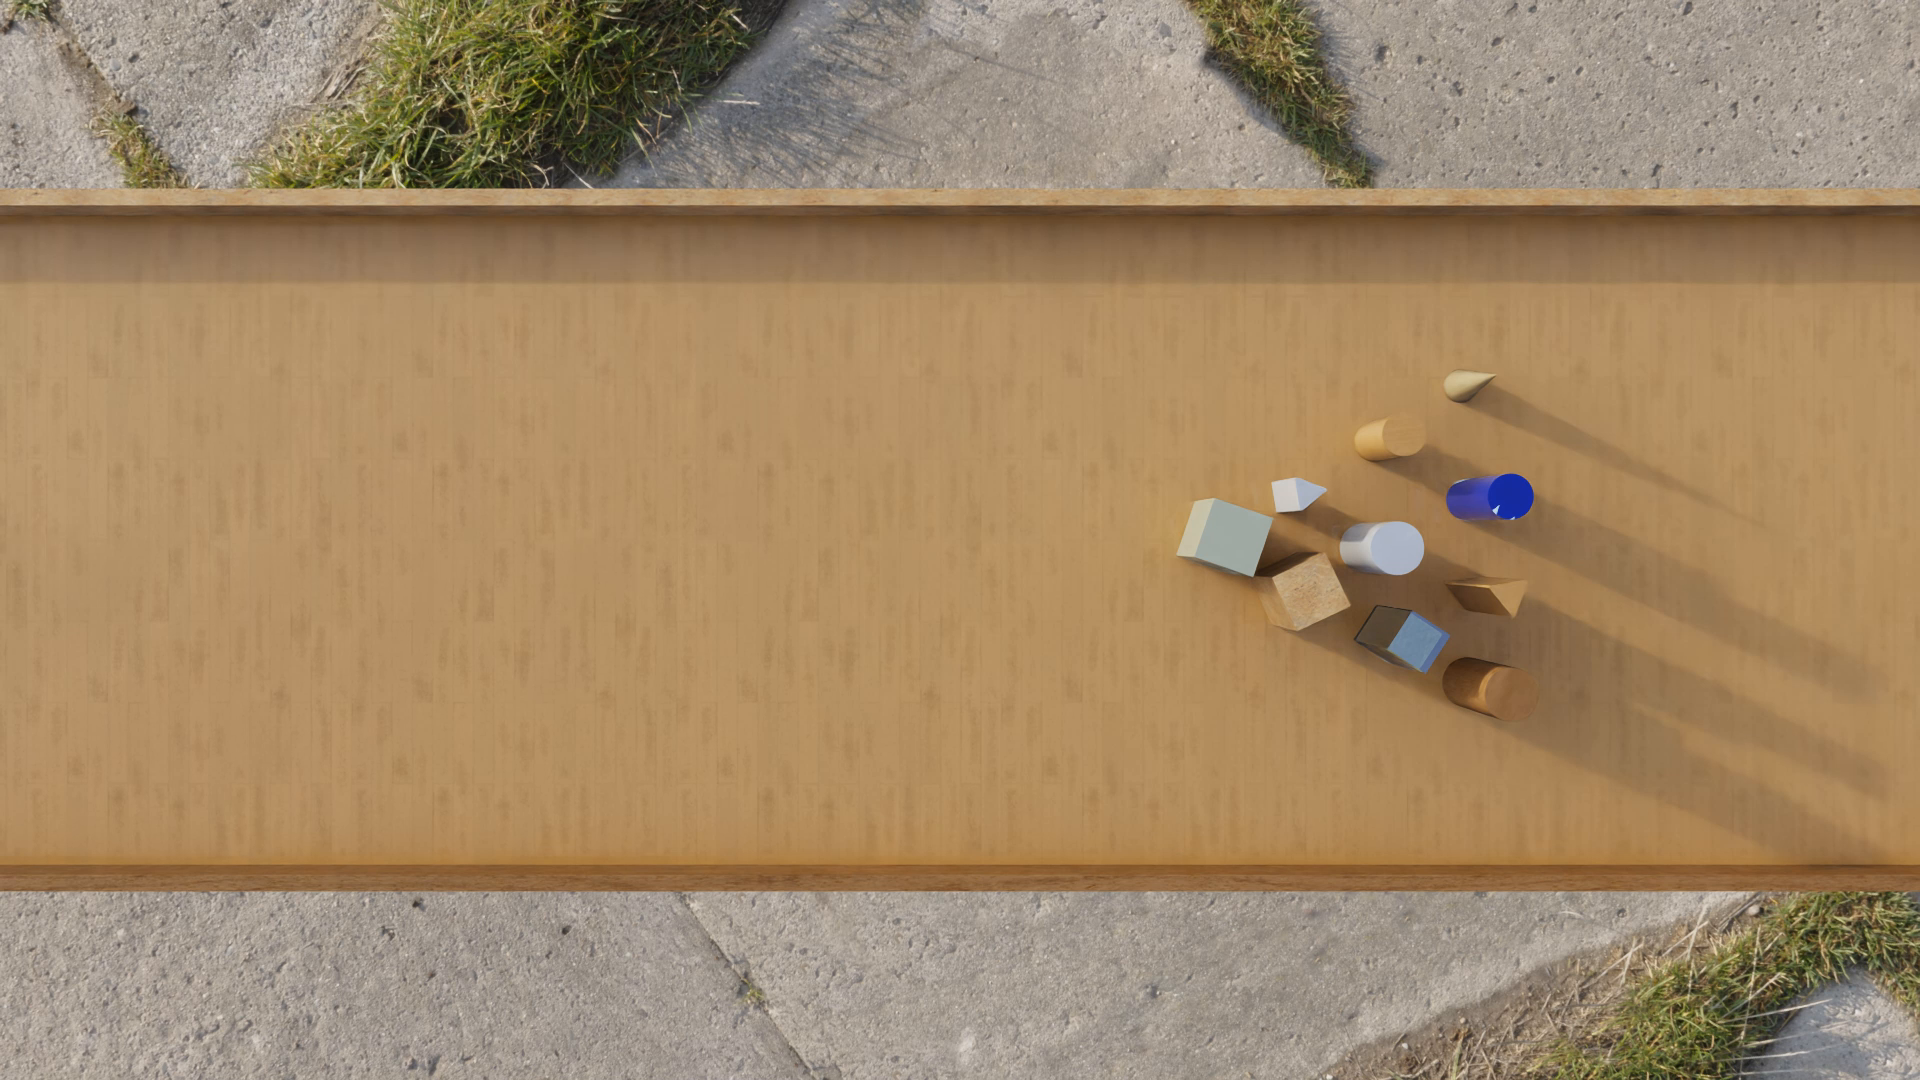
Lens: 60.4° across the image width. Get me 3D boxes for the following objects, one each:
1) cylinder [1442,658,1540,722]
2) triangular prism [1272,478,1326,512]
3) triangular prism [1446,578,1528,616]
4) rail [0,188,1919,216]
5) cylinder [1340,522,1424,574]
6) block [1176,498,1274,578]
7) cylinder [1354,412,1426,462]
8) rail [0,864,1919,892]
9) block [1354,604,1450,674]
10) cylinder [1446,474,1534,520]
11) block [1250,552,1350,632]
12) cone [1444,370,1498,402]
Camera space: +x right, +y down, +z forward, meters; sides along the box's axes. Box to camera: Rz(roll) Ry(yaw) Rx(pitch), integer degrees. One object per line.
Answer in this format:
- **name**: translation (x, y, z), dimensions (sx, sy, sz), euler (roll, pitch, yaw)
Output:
- **cylinder**: translation (1.562, 0.438, 4.871), dimensions (0.155, 0.410, 0.155), euler (0, 90, 0)
- **triangular prism**: translation (0.987, -0.146, 4.900), dimensions (0.096, 0.354, 0.083), euler (-39, 90, 0)
- **triangular prism**: translation (1.564, 0.144, 4.864), dimensions (0.095, 0.424, 0.110), euler (-39, 90, 0)
- **rail**: translation (-2.247, -1.025, 5.002), dimensions (12.000, 0.150, 0.050), euler (0, 90, 0)
- **cylinder**: translation (1.245, 0.023, 4.884), dimensions (0.153, 0.385, 0.153), euler (0, 90, 0)
- **block**: translation (0.778, -0.007, 4.880), dimensions (0.177, 0.393, 0.177), euler (19, 90, 0)
- **cylinder**: translation (1.276, -0.303, 4.908), dimensions (0.126, 0.337, 0.126), euler (0, 90, 0)
- **rail**: translation (-2.247, 1.025, 5.001), dimensions (12.000, 0.150, 0.050), euler (0, 90, 0)
- **block**: translation (1.300, 0.289, 4.873), dimensions (0.130, 0.407, 0.130), euler (33, 90, 0)
- **cylinder**: translation (1.561, -0.123, 4.876), dimensions (0.130, 0.401, 0.130), euler (0, 90, 0)
- **block**: translation (0.999, 0.147, 4.883), dimensions (0.168, 0.387, 0.168), euler (-25, 90, 0)
- **cone**: translation (1.540, -0.474, 4.900), dimensions (0.104, 0.354, 0.104), euler (0, 90, 0)
